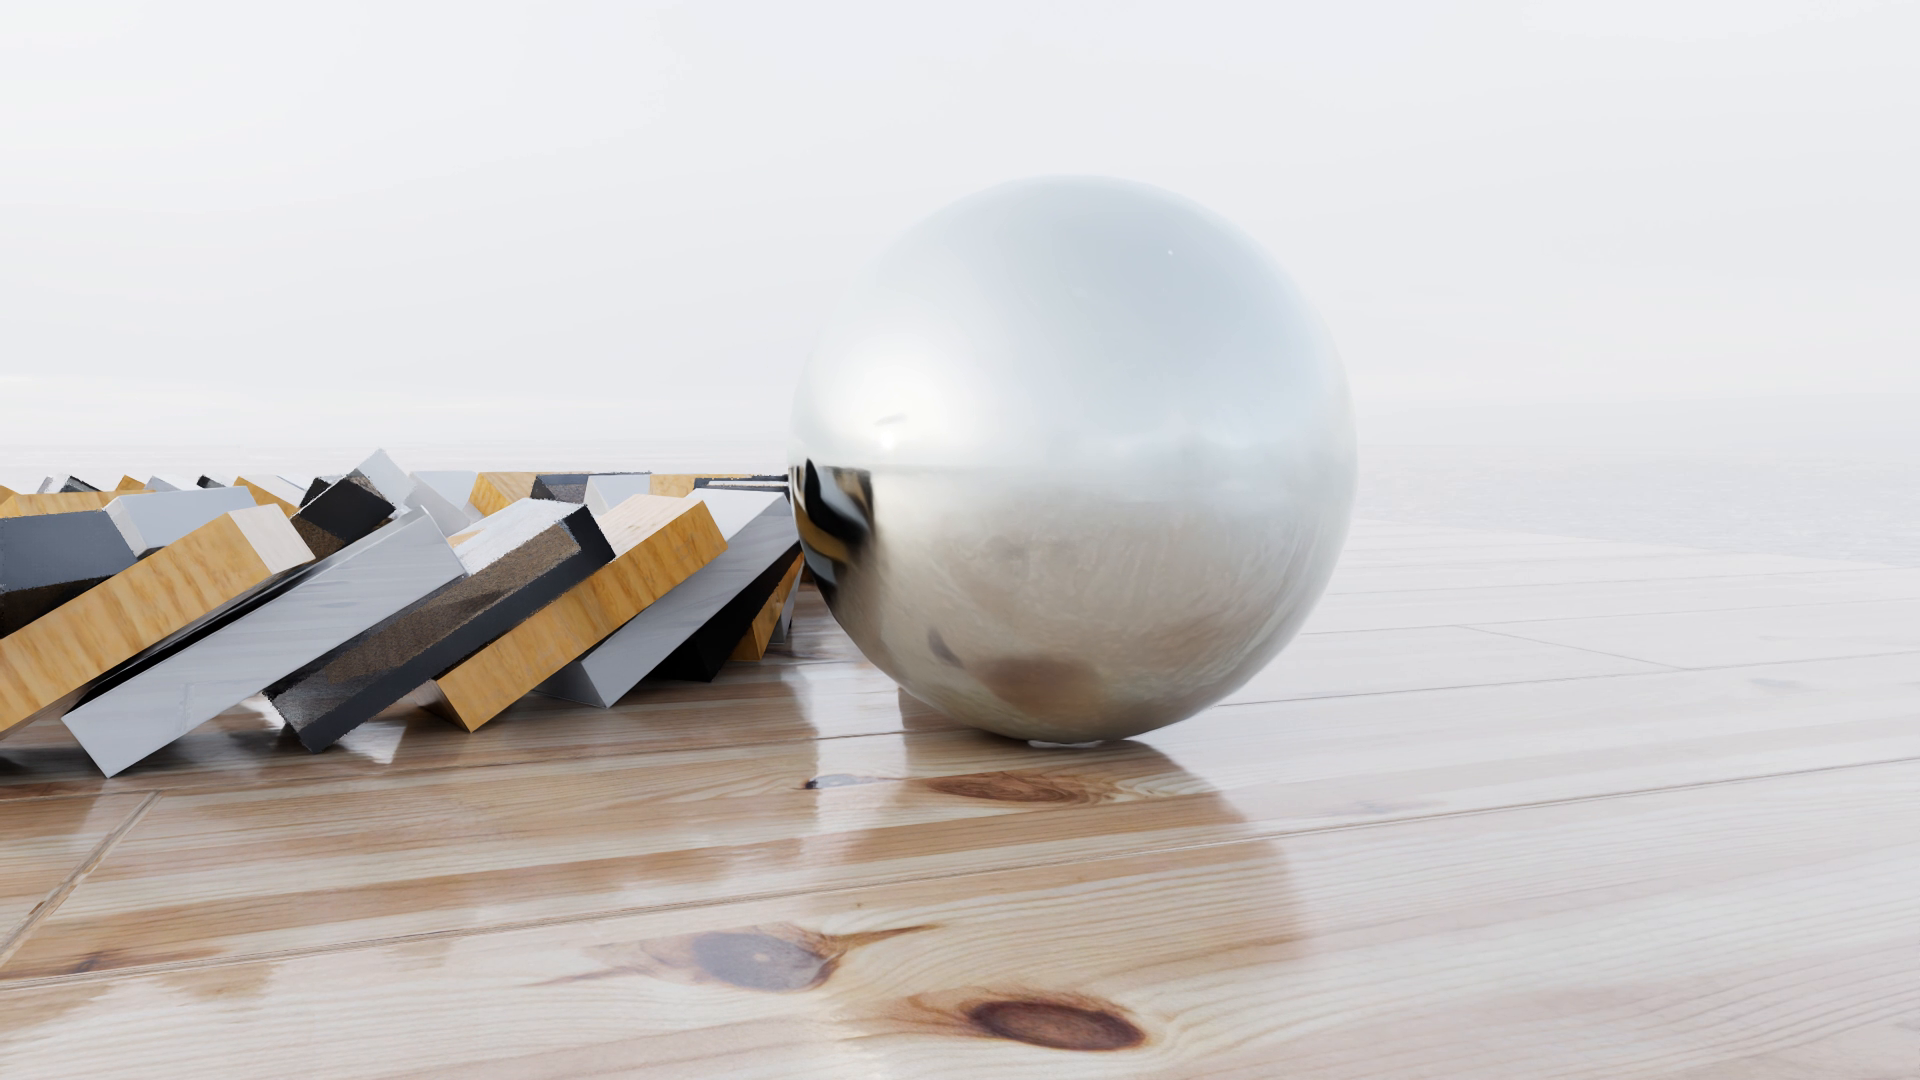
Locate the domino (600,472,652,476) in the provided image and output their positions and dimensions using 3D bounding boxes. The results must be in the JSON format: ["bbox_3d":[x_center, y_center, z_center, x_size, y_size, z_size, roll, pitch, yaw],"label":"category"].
[{"bbox_3d":[-0.097,-0.006,0.429,0.050,0.009,0.025,34,18,22],"label":"domino"}]

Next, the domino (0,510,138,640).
[{"bbox_3d":[-0.135,0.014,0.162,0.050,0.009,0.025,-30,4,3],"label":"domino"}]

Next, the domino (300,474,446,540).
[{"bbox_3d":[-0.159,-0.002,0.368,0.050,0.009,0.025,30,2,-6],"label":"domino"}]

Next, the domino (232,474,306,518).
[{"bbox_3d":[-0.179,-0.002,0.364,0.050,0.009,0.025,30,-1,-10],"label":"domino"}]

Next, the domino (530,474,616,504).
[{"bbox_3d":[-0.097,-0.001,0.359,0.025,0.010,0.050,-5,37,-47],"label":"domino"}]

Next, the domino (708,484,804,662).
[{"bbox_3d":[-0.048,0.006,0.271,0.025,0.009,0.050,1,34,10],"label":"domino"}]

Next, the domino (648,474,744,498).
[{"bbox_3d":[-0.064,0.001,0.331,0.025,0.009,0.050,-2,36,-22],"label":"domino"}]

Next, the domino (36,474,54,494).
[{"bbox_3d":[-0.253,-0.003,0.390,0.050,0.009,0.025,33,-15,-32],"label":"domino"}]

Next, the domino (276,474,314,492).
[{"bbox_3d":[-0.200,-0.006,0.423,0.050,0.009,0.025,29,-2,-12],"label":"domino"}]

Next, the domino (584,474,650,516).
[{"bbox_3d":[-0.080,0.000,0.347,0.025,0.010,0.050,-3,36,-38],"label":"domino"}]

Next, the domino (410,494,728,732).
[{"bbox_3d":[-0.065,0.010,0.210,0.050,0.010,0.025,-39,27,-31],"label":"domino"}]

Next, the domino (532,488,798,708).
[{"bbox_3d":[-0.054,0.009,0.228,0.025,0.009,0.050,4,37,40],"label":"domino"}]

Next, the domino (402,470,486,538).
[{"bbox_3d":[-0.136,-0.003,0.374,0.050,0.009,0.025,35,15,15],"label":"domino"}]

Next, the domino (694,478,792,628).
[{"bbox_3d":[-0.053,0.002,0.312,0.025,0.009,0.050,0,35,-7],"label":"domino"}]

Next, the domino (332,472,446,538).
[{"bbox_3d":[-0.180,-0.006,0.429,0.050,0.009,0.025,29,0,-9],"label":"domino"}]

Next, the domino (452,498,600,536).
[{"bbox_3d":[-0.103,0.007,0.282,0.025,0.009,0.050,13,29,22],"label":"domino"}]

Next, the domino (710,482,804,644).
[{"bbox_3d":[-0.049,0.004,0.292,0.025,0.009,0.050,0,35,3],"label":"domino"}]

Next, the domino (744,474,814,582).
[{"bbox_3d":[-0.060,-0.004,0.409,0.050,0.009,0.025,38,26,32],"label":"domino"}]

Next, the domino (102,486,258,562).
[{"bbox_3d":[-0.146,0.009,0.218,0.050,0.009,0.025,-32,-3,16],"label":"domino"}]

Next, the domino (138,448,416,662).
[{"bbox_3d":[-0.124,0.004,0.232,0.050,0.010,0.025,-39,19,-5],"label":"domino"}]

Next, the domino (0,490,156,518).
[{"bbox_3d":[-0.165,0.009,0.223,0.050,0.009,0.025,-32,-6,18],"label":"domino"}]

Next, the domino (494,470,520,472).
[{"bbox_3d":[-0.138,-0.007,0.436,0.050,0.009,0.025,31,9,6],"label":"domino"}]

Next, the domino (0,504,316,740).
[{"bbox_3d":[-0.114,0.013,0.170,0.050,0.009,0.025,-33,12,-11],"label":"domino"}]

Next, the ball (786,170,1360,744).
[{"bbox_3d":[0.015,-0.011,0.184,0.080,0.080,0.080,0,4,0],"label":"ball"}]

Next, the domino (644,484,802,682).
[{"bbox_3d":[-0.049,0.007,0.250,0.025,0.009,0.050,2,36,21],"label":"domino"}]

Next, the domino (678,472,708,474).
[{"bbox_3d":[-0.078,-0.005,0.420,0.050,0.010,0.025,36,22,27],"label":"domino"}]

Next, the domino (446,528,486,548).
[{"bbox_3d":[-0.103,0.010,0.254,0.050,0.009,0.025,-17,32,-32],"label":"domino"}]

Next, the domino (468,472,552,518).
[{"bbox_3d":[-0.115,-0.002,0.369,0.050,0.010,0.025,38,22,25],"label":"domino"}]

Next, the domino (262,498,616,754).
[{"bbox_3d":[-0.080,0.011,0.196,0.050,0.010,0.025,-37,24,-28],"label":"domino"}]

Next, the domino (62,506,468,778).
[{"bbox_3d":[-0.096,0.012,0.181,0.050,0.010,0.025,-33,17,-19],"label":"domino"}]

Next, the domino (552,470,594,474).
[{"bbox_3d":[-0.117,-0.007,0.435,0.050,0.009,0.025,33,15,17],"label":"domino"}]

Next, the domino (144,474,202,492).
[{"bbox_3d":[-0.198,-0.001,0.355,0.050,0.010,0.025,32,-7,-19],"label":"domino"}]

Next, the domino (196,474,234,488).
[{"bbox_3d":[-0.219,-0.005,0.415,0.050,0.009,0.025,30,-6,-19],"label":"domino"}]

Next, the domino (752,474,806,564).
[{"bbox_3d":[-0.043,-0.003,0.397,0.025,0.009,0.050,-4,35,-43],"label":"domino"}]

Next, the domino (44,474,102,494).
[{"bbox_3d":[-0.213,0.000,0.338,0.025,0.009,0.050,5,-26,49],"label":"domino"}]

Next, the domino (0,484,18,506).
[{"bbox_3d":[-0.222,0.002,0.319,0.025,0.010,0.050,3,-26,34],"label":"domino"}]

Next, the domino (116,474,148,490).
[{"bbox_3d":[-0.238,-0.004,0.404,0.050,0.009,0.025,31,-11,-25],"label":"domino"}]
